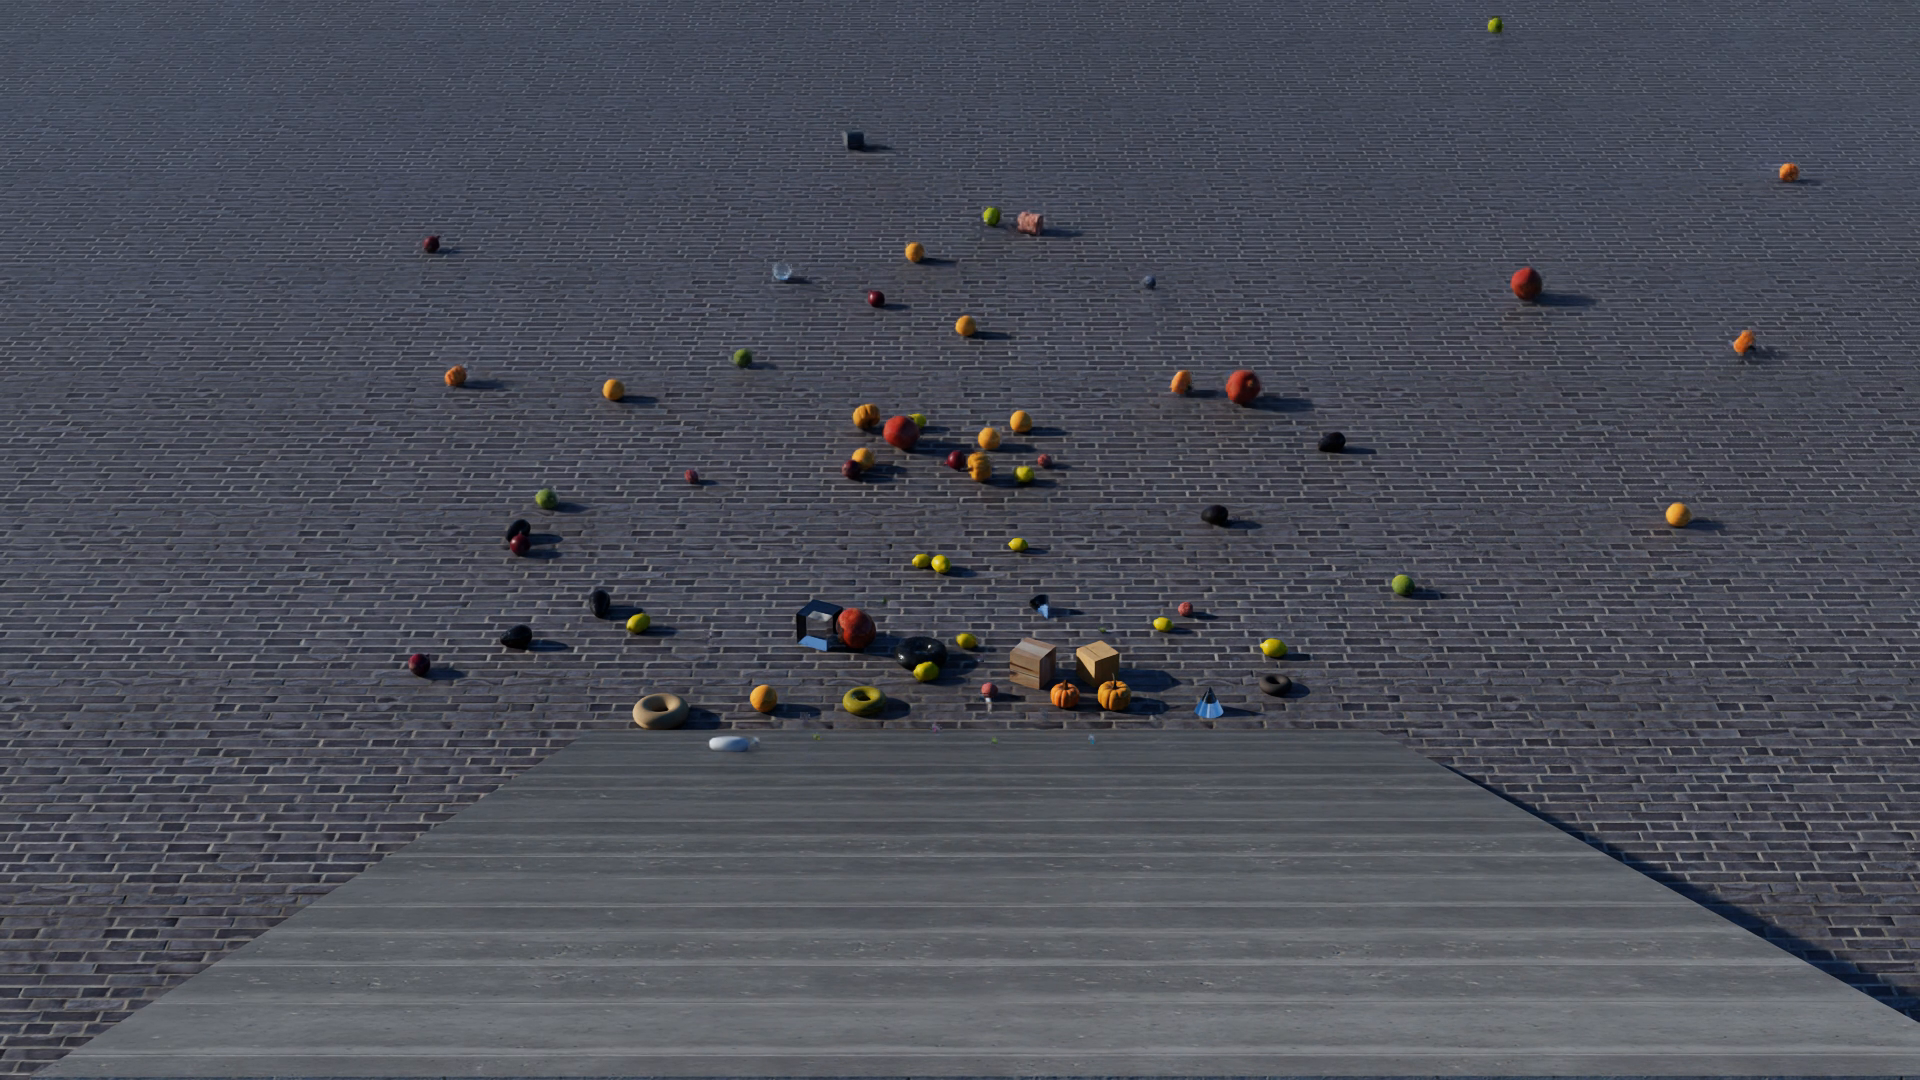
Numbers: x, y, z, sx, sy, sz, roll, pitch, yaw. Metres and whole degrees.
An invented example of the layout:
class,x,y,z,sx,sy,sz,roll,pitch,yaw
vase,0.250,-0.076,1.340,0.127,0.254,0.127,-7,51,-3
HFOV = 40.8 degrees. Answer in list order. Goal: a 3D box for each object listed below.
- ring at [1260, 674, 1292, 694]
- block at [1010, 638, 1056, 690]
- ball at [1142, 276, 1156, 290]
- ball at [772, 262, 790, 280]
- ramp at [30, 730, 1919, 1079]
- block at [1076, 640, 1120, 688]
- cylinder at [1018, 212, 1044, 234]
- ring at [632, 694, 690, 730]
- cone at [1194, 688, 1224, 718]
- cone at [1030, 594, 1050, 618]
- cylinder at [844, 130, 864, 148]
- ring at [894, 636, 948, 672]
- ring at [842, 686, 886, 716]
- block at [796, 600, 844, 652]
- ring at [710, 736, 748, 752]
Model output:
class,x,y,z,sx,sy,sz,roll,pitch,yaw
ring,0.848,0.388,6.946,0.088,0.029,0.088,0,26,0
block,0.197,0.333,6.983,0.091,0.091,0.091,15,31,27
ball,0.693,-0.943,9.457,0.050,0.050,0.050,0,28,0
ball,-0.657,-0.991,9.530,0.066,0.066,0.066,0,28,0
ramp,0.063,0.563,4.601,2.000,0.100,4.000,0,1,0
block,0.372,0.335,6.988,0.082,0.082,0.082,-17,32,-29
cylinder,0.271,-1.221,9.957,0.077,0.077,0.077,12,30,22
ring,-0.787,0.453,6.801,0.149,0.050,0.149,0,26,0
cone,0.660,0.419,6.836,0.076,0.076,0.076,0,28,0
cone,0.235,0.197,7.310,0.062,0.062,0.062,-11,56,-20
cylinder,-0.446,-1.683,10.846,0.069,0.069,0.069,-8,29,-21
ring,-0.106,0.312,7.070,0.147,0.049,0.147,1,27,-1
ring,-0.253,0.427,6.861,0.117,0.039,0.117,-1,27,1
block,-0.388,0.236,7.164,0.095,0.095,0.095,14,31,24
ring,-0.540,0.478,6.040,0.094,0.031,0.094,1,0,0
